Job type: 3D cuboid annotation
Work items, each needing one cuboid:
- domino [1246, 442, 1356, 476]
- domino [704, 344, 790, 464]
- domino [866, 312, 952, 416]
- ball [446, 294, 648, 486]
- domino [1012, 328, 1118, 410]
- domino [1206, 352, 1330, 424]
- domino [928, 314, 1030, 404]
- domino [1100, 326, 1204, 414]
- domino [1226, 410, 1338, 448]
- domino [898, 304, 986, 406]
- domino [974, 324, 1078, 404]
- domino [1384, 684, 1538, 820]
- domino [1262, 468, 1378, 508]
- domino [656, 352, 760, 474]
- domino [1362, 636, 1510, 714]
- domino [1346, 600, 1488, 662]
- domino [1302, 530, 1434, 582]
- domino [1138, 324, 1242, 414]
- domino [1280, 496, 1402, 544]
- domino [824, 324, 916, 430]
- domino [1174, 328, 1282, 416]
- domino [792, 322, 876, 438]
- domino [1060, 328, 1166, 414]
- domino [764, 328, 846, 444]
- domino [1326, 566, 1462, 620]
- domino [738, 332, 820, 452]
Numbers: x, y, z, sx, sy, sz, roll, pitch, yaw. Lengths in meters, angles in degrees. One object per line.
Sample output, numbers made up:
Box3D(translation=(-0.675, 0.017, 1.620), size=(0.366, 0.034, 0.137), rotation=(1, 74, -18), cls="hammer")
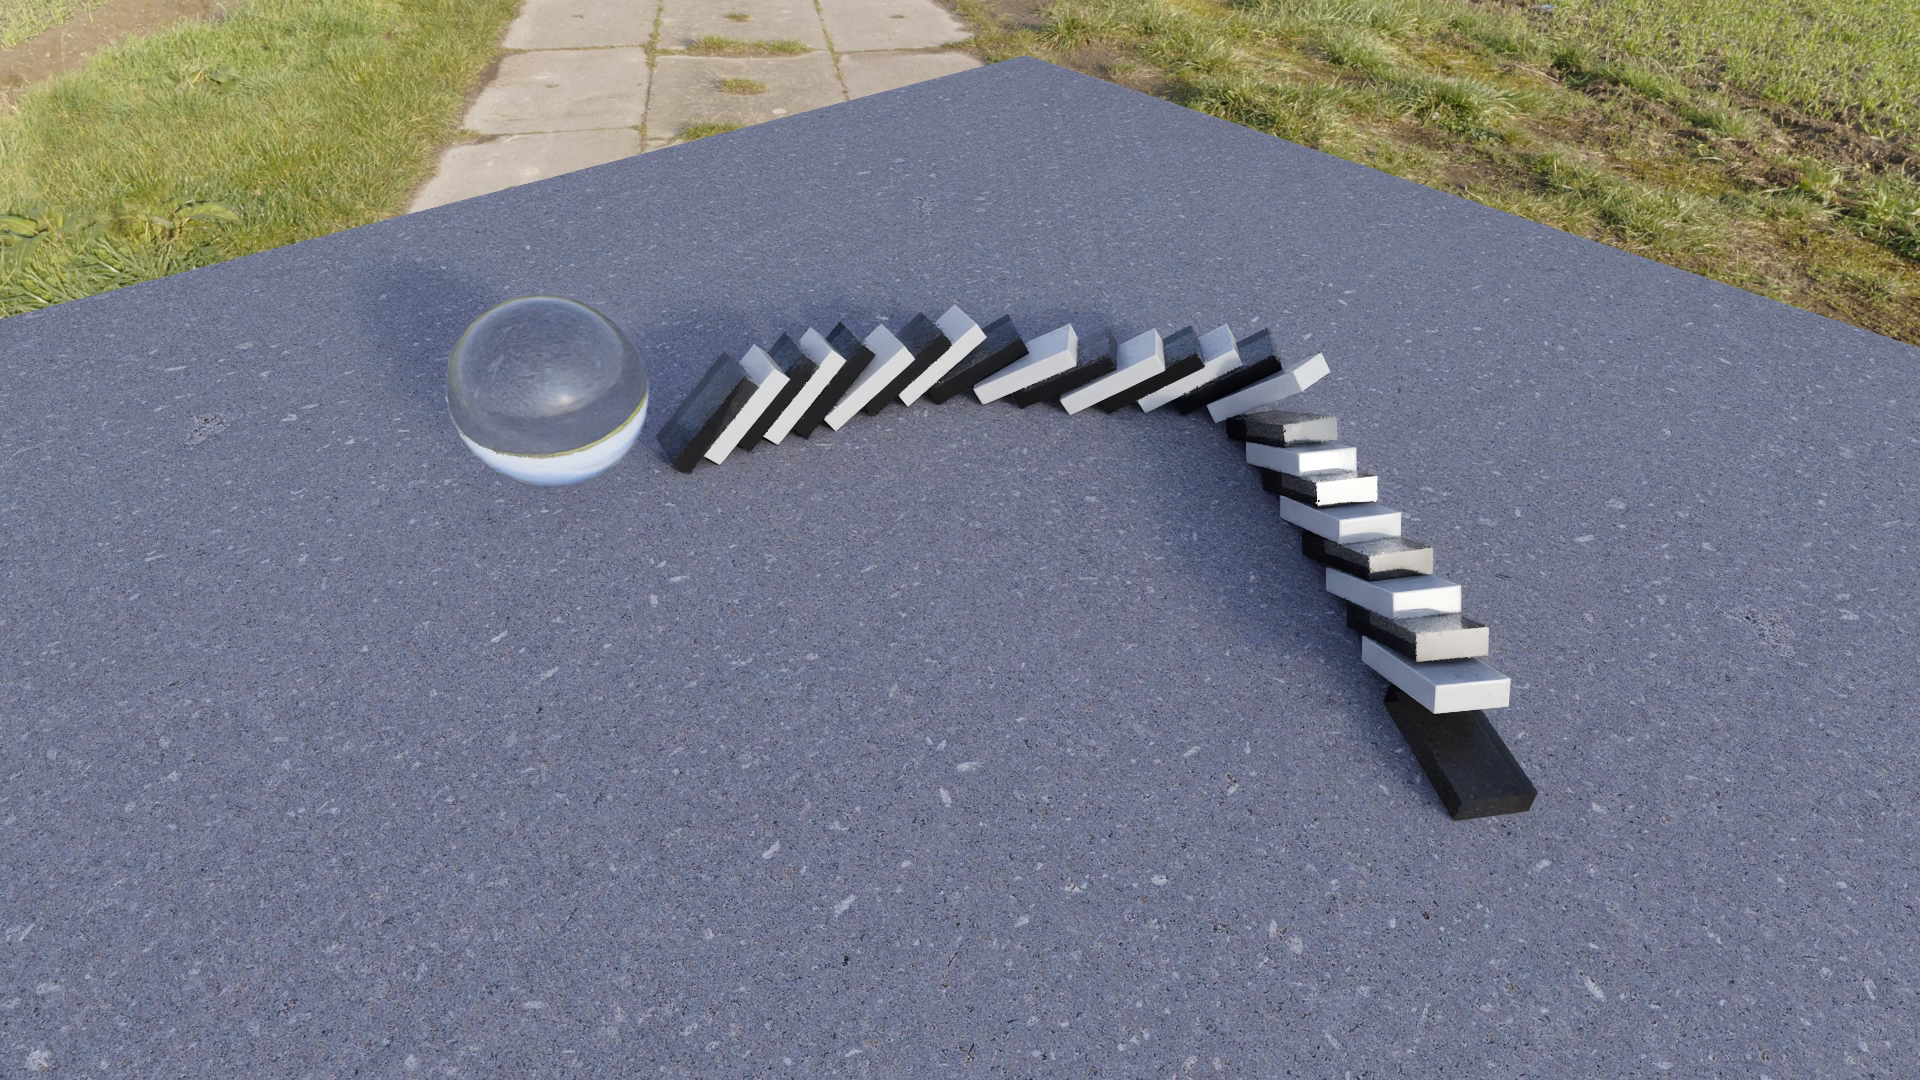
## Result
Box3D(translation=(0.145, -0.036, 0.469), size=(0.025, 0.009, 0.050), rotation=(-6, 11, -9), cls="domino")
Box3D(translation=(-0.100, -0.061, 0.493), size=(0.050, 0.009, 0.025), rotation=(-49, 47, 9), cls="domino")
Box3D(translation=(-0.030, -0.084, 0.525), size=(0.050, 0.010, 0.025), rotation=(-42, 43, 1), cls="domino")
Box3D(translation=(-0.173, -0.063, 0.464), size=(0.080, 0.080, 0.080), rotation=(0, 39, 0), cls="ball")
Box3D(translation=(0.050, -0.082, 0.525), size=(0.050, 0.010, 0.025), rotation=(-20, 33, 23), cls="domino")
Box3D(translation=(0.140, -0.069, 0.503), size=(0.025, 0.010, 0.050), rotation=(-32, 8, -37), cls="domino")
Box3D(translation=(0.007, -0.088, 0.533), size=(0.050, 0.009, 0.025), rotation=(-29, 40, 9), cls="domino")
Box3D(translation=(0.090, -0.081, 0.521), size=(0.050, 0.010, 0.025), rotation=(-25, 33, 24), cls="domino")
Box3D(translation=(0.141, -0.050, 0.486), size=(0.025, 0.010, 0.050), rotation=(-11, 12, -13), cls="domino")
Box3D(translation=(-0.014, -0.089, 0.531), size=(0.050, 0.009, 0.025), rotation=(-41, 42, 2), cls="domino")
Box3D(translation=(0.032, -0.084, 0.527), size=(0.050, 0.009, 0.025), rotation=(-20, 33, 23), cls="domino")
Box3D(translation=(0.163, 0.067, 0.361), size=(0.025, 0.010, 0.050), rotation=(-5, 40, -7), cls="domino")
Box3D(translation=(0.148, -0.024, 0.455), size=(0.025, 0.010, 0.050), rotation=(-7, 12, -8), cls="domino")
Box3D(translation=(-0.112, -0.057, 0.488), size=(0.050, 0.009, 0.025), rotation=(-49, 47, 9), cls="domino")
Box3D(translation=(0.160, 0.044, 0.374), size=(0.025, 0.009, 0.050), rotation=(-4, 14, -5), cls="domino")
Box3D(translation=(0.159, 0.030, 0.386), size=(0.025, 0.010, 0.050), rotation=(-4, 10, -6), cls="domino")
Box3D(translation=(0.154, 0.004, 0.420), size=(0.025, 0.009, 0.050), rotation=(-7, 12, -9), cls="domino")
Box3D(translation=(0.107, -0.081, 0.522), size=(0.050, 0.010, 0.025), rotation=(-26, 33, 22), cls="domino")
Box3D(translation=(0.151, -0.010, 0.439), size=(0.025, 0.010, 0.050), rotation=(-7, 14, -8), cls="domino")
Box3D(translation=(-0.048, -0.077, 0.517), size=(0.050, 0.009, 0.025), rotation=(-42, 47, 1), cls="domino")
Box3D(translation=(0.125, -0.079, 0.520), size=(0.050, 0.010, 0.025), rotation=(-24, 31, 24), cls="domino")
Box3D(translation=(-0.063, -0.074, 0.510), size=(0.050, 0.009, 0.025), rotation=(-49, 47, 9), cls="domino")
Box3D(translation=(0.072, -0.079, 0.520), size=(0.050, 0.010, 0.025), rotation=(-24, 32, 25), cls="domino")
Box3D(translation=(-0.076, -0.071, 0.505), size=(0.050, 0.009, 0.025), rotation=(-49, 47, 8), cls="domino")
Box3D(translation=(0.158, 0.018, 0.403), size=(0.025, 0.010, 0.050), rotation=(-6, 10, -7), cls="domino")
Box3D(translation=(-0.087, -0.067, 0.499), size=(0.050, 0.009, 0.025), rotation=(-49, 47, 9), cls="domino")
